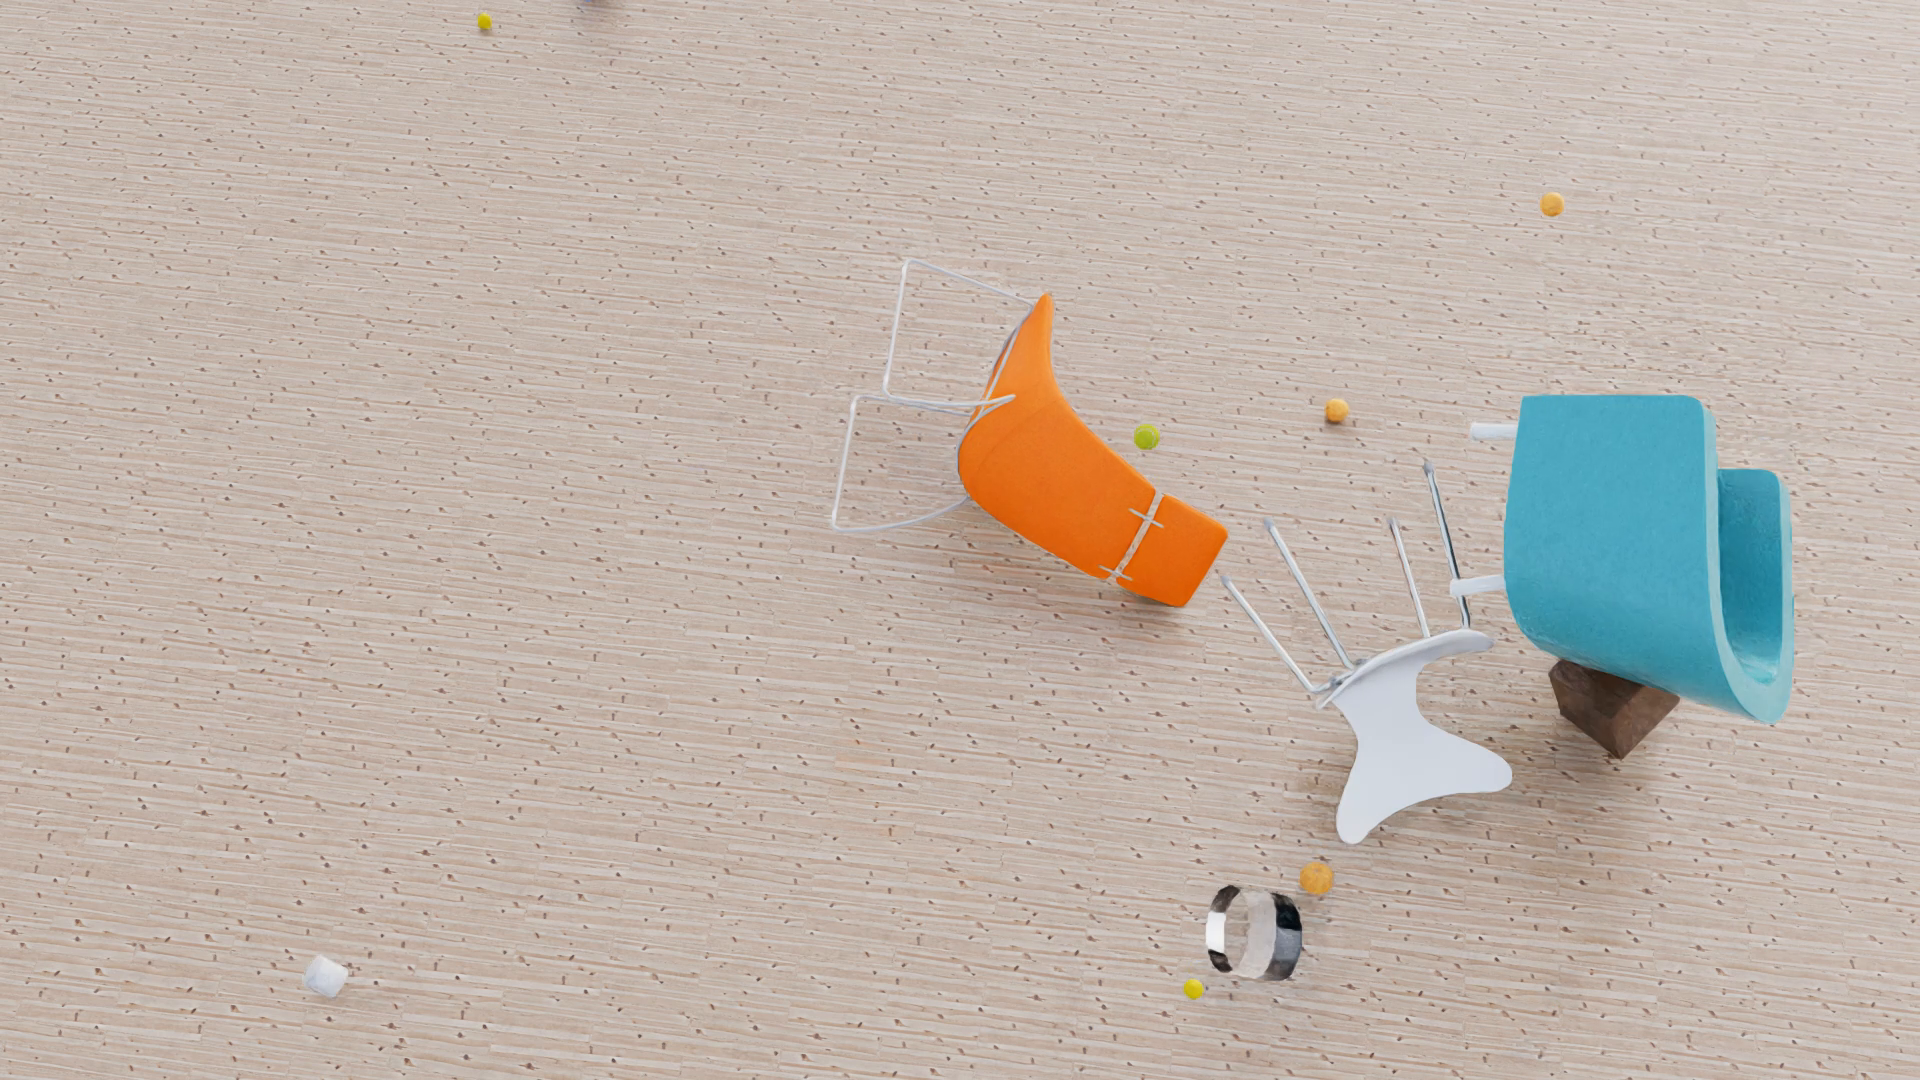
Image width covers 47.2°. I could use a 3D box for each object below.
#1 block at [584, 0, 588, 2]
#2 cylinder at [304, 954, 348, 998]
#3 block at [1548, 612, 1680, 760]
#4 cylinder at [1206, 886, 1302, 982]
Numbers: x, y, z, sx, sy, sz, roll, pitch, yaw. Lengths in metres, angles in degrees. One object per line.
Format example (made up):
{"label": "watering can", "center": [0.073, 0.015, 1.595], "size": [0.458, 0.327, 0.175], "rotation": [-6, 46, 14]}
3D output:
{"label": "block", "center": [-1.311, -2.033, 7.875], "size": [0.123, 0.105, 0.157], "rotation": [-17, 58, -11]}
{"label": "cylinder", "center": [-1.655, 1.139, 5.738], "size": [0.082, 0.080, 0.090], "rotation": [35, 23, -21]}
{"label": "block", "center": [1.807, 0.405, 6.072], "size": [0.238, 0.284, 0.220], "rotation": [-44, 54, -5]}
{"label": "cylinder", "center": [0.763, 1.024, 5.720], "size": [0.151, 0.219, 0.260], "rotation": [13, 12, -17]}
